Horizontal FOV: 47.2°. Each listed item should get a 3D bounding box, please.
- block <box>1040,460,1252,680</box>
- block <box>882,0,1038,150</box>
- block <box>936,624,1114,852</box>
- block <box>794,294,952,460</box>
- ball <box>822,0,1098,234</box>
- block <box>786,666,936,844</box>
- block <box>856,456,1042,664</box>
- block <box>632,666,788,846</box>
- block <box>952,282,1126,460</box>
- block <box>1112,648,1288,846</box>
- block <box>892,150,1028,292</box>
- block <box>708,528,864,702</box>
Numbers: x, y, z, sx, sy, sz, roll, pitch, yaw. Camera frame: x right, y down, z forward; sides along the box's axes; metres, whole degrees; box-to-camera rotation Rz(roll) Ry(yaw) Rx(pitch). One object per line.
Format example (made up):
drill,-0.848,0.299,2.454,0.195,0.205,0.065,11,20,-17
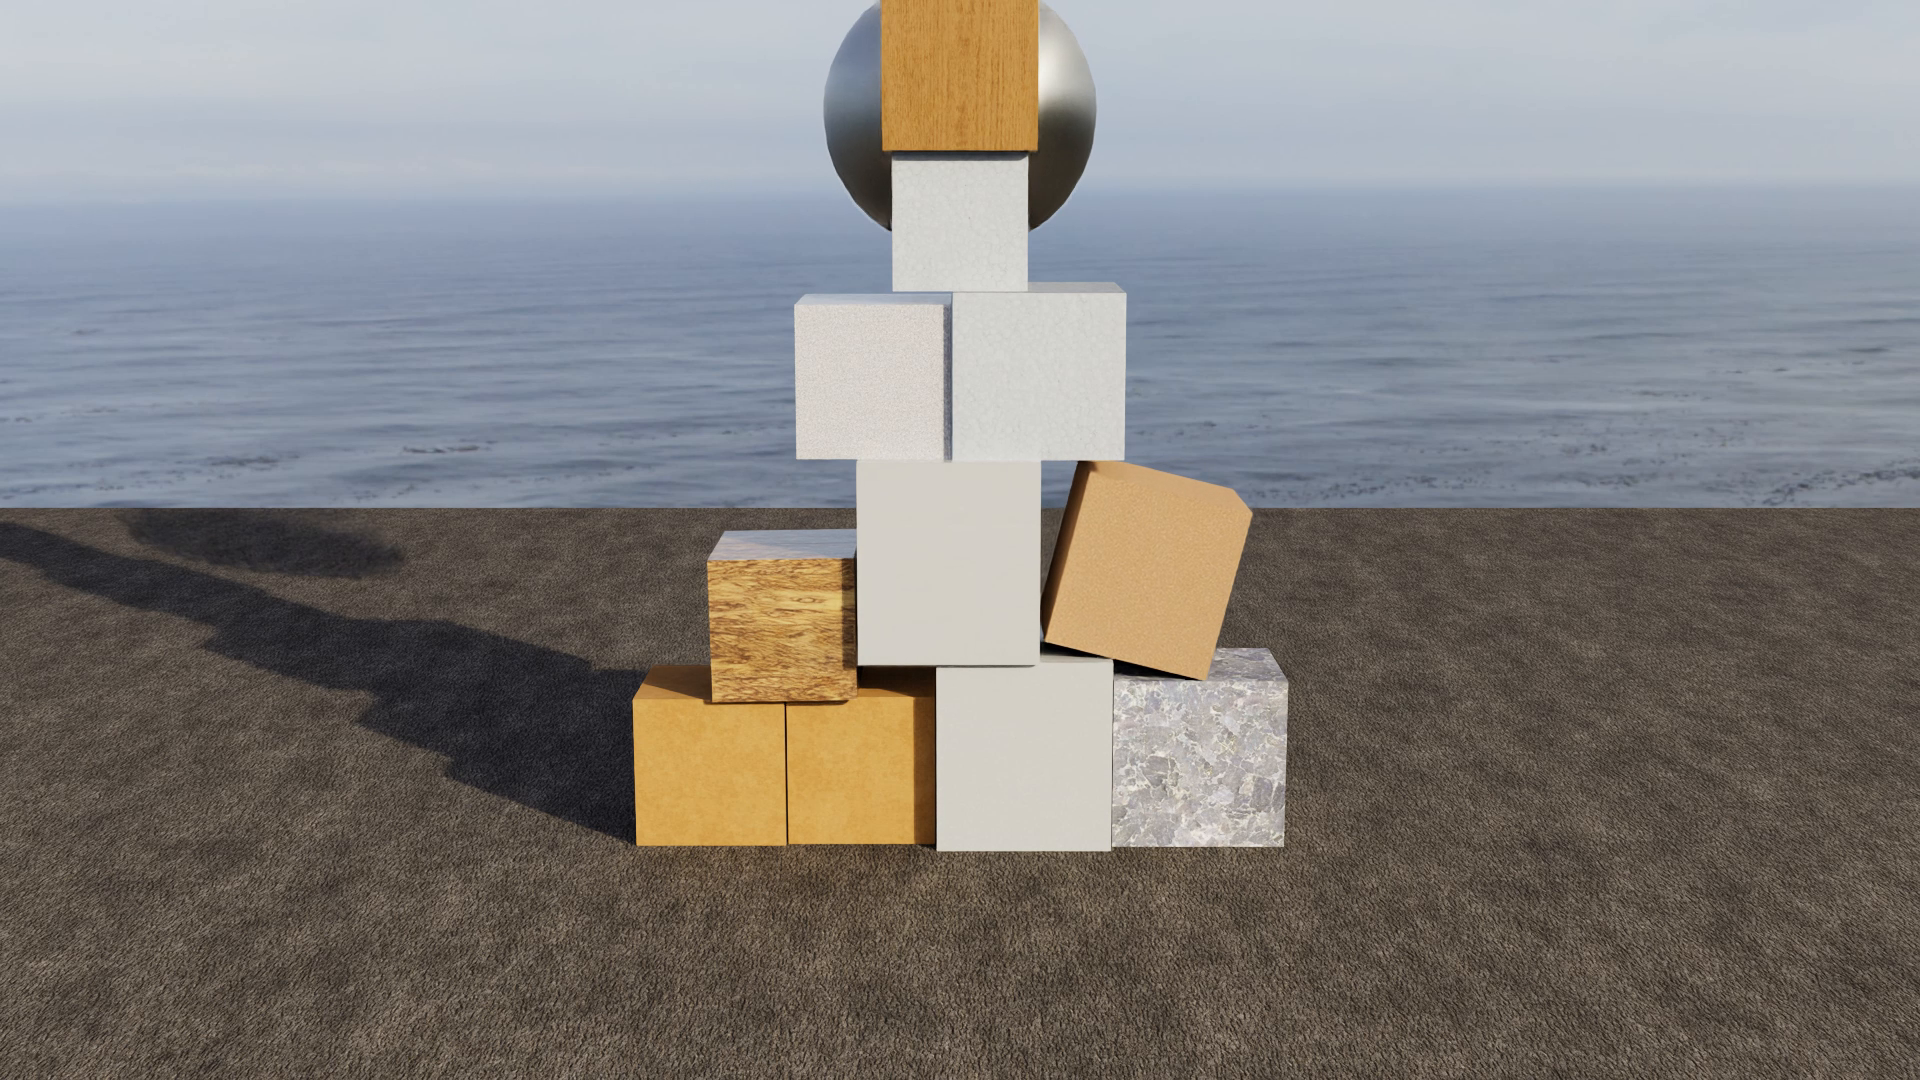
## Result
block,0.926,0.119,11.205,0.826,0.873,0.752,14,10,-3
block,0.000,-2.324,10.754,0.741,0.820,0.719,0,10,0
block,0.320,1.001,11.355,0.871,0.967,0.887,0,10,0
block,-0.421,-0.834,11.047,0.754,0.752,0.774,0,10,0
ball,0.000,-2.488,12.836,1.600,1.600,1.600,0,10,0
block,-0.496,1.102,11.369,0.741,0.764,0.649,0,10,0
block,-0.055,0.032,11.183,0.891,1.001,0.984,0,10,0
block,-1.254,1.102,11.383,0.754,0.758,0.731,0,10,0
block,0.382,-0.861,11.035,0.832,0.810,0.853,0,10,0
block,1.198,1.058,11.358,0.866,0.854,0.730,0,10,0
block,0.000,-1.589,10.891,0.654,0.674,0.558,0,10,0
block,-0.875,0.373,11.245,0.717,0.715,0.826,-1,10,0
